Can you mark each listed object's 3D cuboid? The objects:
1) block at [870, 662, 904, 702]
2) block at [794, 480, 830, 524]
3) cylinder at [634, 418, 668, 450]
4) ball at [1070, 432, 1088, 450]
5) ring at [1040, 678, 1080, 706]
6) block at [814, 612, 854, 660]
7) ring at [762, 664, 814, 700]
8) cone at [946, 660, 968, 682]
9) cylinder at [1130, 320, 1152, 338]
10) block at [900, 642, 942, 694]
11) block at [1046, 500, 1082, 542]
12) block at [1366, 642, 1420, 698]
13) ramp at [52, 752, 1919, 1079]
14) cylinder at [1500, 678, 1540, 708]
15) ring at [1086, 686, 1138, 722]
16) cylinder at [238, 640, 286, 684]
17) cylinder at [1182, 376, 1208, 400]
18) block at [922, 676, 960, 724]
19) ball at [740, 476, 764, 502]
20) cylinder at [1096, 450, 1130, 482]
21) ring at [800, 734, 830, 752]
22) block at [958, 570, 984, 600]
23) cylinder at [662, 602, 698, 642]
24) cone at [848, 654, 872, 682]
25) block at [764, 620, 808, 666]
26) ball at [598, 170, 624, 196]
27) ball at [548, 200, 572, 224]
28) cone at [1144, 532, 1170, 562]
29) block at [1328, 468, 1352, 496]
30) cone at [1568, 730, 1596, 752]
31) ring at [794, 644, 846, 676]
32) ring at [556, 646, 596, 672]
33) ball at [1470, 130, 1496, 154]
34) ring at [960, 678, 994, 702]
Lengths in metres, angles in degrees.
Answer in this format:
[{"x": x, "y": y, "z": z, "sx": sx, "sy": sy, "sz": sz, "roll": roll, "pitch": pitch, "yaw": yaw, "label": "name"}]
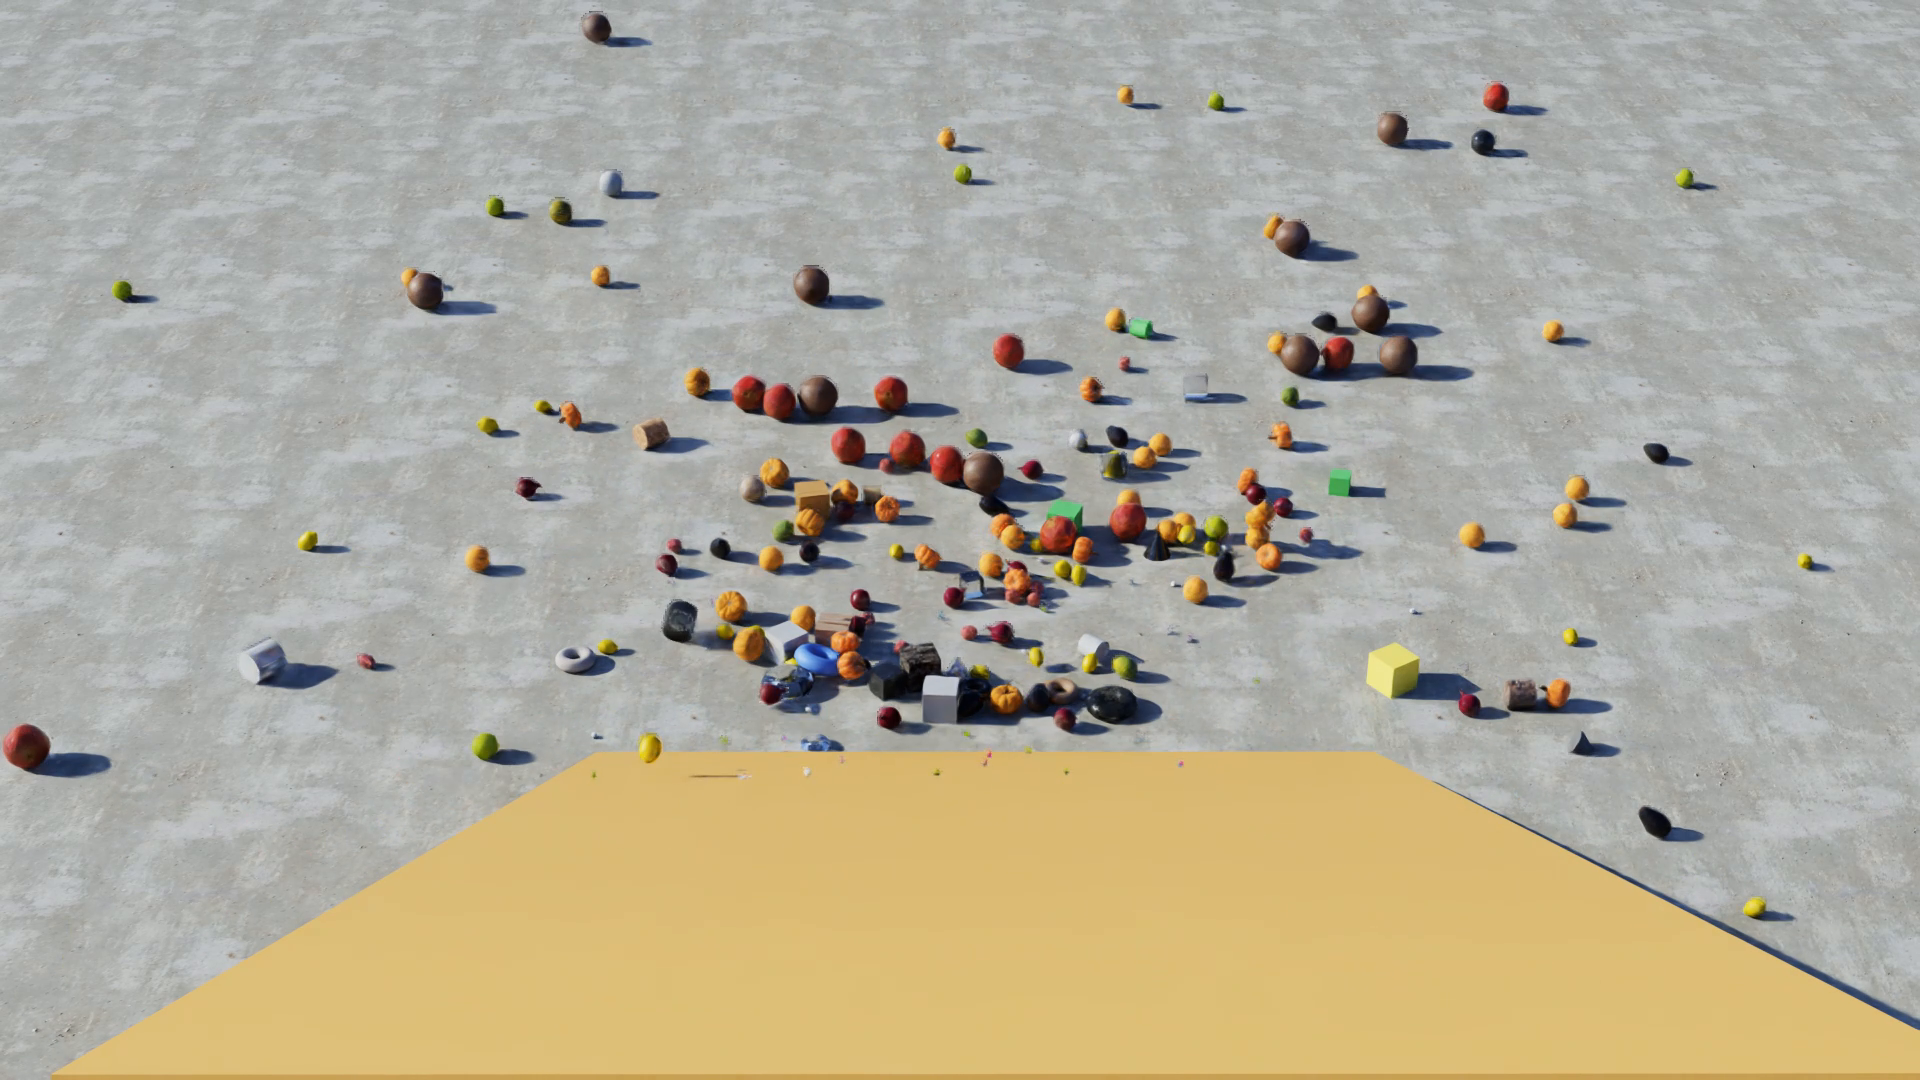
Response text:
[{"x": -0.199, "y": 0.385, "z": 7.035, "sx": 0.069, "sy": 0.069, "sz": 0.069, "roll": -19, "pitch": 35, "yaw": -30, "label": "block"}, {"x": -0.450, "y": -0.117, "z": 7.886, "sx": 0.092, "sy": 0.092, "sz": 0.092, "roll": -7, "pitch": 31, "yaw": -12, "label": "block"}, {"x": -0.990, "y": -0.341, "z": 8.288, "sx": 0.082, "sy": 0.082, "sz": 0.082, "roll": -22, "pitch": 37, "yaw": -34, "label": "cylinder"}, {"x": 0.380, "y": -0.317, "z": 8.269, "sx": 0.059, "sy": 0.059, "sz": 0.059, "roll": 0, "pitch": 30, "yaw": 0, "label": "ball"}, {"x": 0.272, "y": 0.412, "z": 7.022, "sx": 0.106, "sy": 0.035, "sz": 0.106, "roll": 1, "pitch": 32, "yaw": 0, "label": "ring"}, {"x": -0.350, "y": 0.268, "z": 7.217, "sx": 0.091, "sy": 0.091, "sz": 0.091, "roll": 4, "pitch": 30, "yaw": 8, "label": "block"}, {"x": -0.471, "y": 0.388, "z": 7.052, "sx": 0.143, "sy": 0.048, "sz": 0.143, "roll": -1, "pitch": 30, "yaw": 1, "label": "ring"}, {"x": 0.005, "y": 0.377, "z": 7.083, "sx": 0.078, "sy": 0.078, "sz": 0.078, "roll": 35, "pitch": 36, "yaw": 3, "label": "cone"}, {"x": 0.630, "y": -0.733, "z": 8.997, "sx": 0.057, "sy": 0.057, "sz": 0.057, "roll": 17, "pitch": 34, "yaw": 26, "label": "cylinder"}, {"x": -0.107, "y": 0.349, "z": 7.075, "sx": 0.092, "sy": 0.092, "sz": 0.092, "roll": -8, "pitch": 31, "yaw": -14, "label": "block"}, {"x": 0.315, "y": -0.056, "z": 7.787, "sx": 0.087, "sy": 0.087, "sz": 0.087, "roll": 10, "pitch": 31, "yaw": 17, "label": "block"}, {"x": 1.182, "y": 0.356, "z": 7.058, "sx": 0.097, "sy": 0.097, "sz": 0.097, "roll": -19, "pitch": 35, "yaw": -29, "label": "block"}, {"x": 0.067, "y": 0.596, "z": 4.652, "sx": 2.000, "sy": 0.100, "sz": 4.000, "roll": 0, "pitch": 0, "yaw": 0, "label": "ramp"}, {"x": 1.510, "y": 0.415, "z": 6.979, "sx": 0.073, "sy": 0.073, "sz": 0.073, "roll": 13, "pitch": 23, "yaw": -25, "label": "cylinder"}, {"x": 0.408, "y": 0.440, "z": 6.963, "sx": 0.139, "sy": 0.046, "sz": 0.139, "roll": -1, "pitch": 30, "yaw": 1, "label": "ring"}, {"x": -1.914, "y": 0.333, "z": 7.103, "sx": 0.090, "sy": 0.090, "sz": 0.090, "roll": 22, "pitch": 36, "yaw": 33, "label": "cylinder"}, {"x": 0.781, "y": -0.506, "z": 8.581, "sx": 0.076, "sy": 0.076, "sz": 0.076, "roll": -1, "pitch": 30, "yaw": -1, "label": "cylinder"}, {"x": -0.051, "y": 0.429, "z": 6.936, "sx": 0.092, "sy": 0.092, "sz": 0.092, "roll": 2, "pitch": 30, "yaw": 4, "label": "block"}, {"x": -0.641, "y": -0.156, "z": 7.970, "sx": 0.078, "sy": 0.078, "sz": 0.078, "roll": 0, "pitch": 30, "yaw": 0, "label": "ball"}, {"x": 0.481, "y": -0.233, "z": 8.105, "sx": 0.077, "sy": 0.077, "sz": 0.077, "roll": -29, "pitch": 35, "yaw": -3, "label": "cylinder"}, {"x": -0.381, "y": 0.537, "z": 6.814, "sx": 0.078, "sy": 0.026, "sz": 0.078, "roll": 1, "pitch": 29, "yaw": 0, "label": "ring"}, {"x": 0.032, "y": 0.130, "z": 7.493, "sx": 0.056, "sy": 0.056, "sz": 0.056, "roll": -11, "pitch": 32, "yaw": -18, "label": "block"}, {"x": -0.785, "y": 0.229, "z": 7.263, "sx": 0.083, "sy": 0.083, "sz": 0.083, "roll": 6, "pitch": 54, "yaw": 10, "label": "cylinder"}, {"x": -0.292, "y": 0.363, "z": 7.110, "sx": 0.072, "sy": 0.072, "sz": 0.072, "roll": 16, "pitch": 60, "yaw": 25, "label": "cone"}, {"x": -0.480, "y": 0.291, "z": 7.182, "sx": 0.086, "sy": 0.086, "sz": 0.086, "roll": -23, "pitch": 37, "yaw": -35, "label": "block"}, {"x": -1.364, "y": -1.393, "z": 10.108, "sx": 0.096, "sy": 0.096, "sz": 0.096, "roll": 0, "pitch": 30, "yaw": 0, "label": "ball"}, {"x": -1.524, "y": -1.252, "z": 9.868, "sx": 0.091, "sy": 0.091, "sz": 0.091, "roll": 0, "pitch": 30, "yaw": 0, "label": "ball"}, {"x": 0.586, "y": 0.008, "z": 7.679, "sx": 0.081, "sy": 0.081, "sz": 0.081, "roll": 0, "pitch": 30, "yaw": 0, "label": "cone"}, {"x": 1.178, "y": -0.178, "z": 8.025, "sx": 0.061, "sy": 0.061, "sz": 0.061, "roll": 7, "pitch": 31, "yaw": 12, "label": "block"}, {"x": 1.645, "y": 0.541, "z": 6.801, "sx": 0.067, "sy": 0.067, "sz": 0.067, "roll": 27, "pitch": 31, "yaw": -6, "label": "cone"}, {"x": -0.385, "y": 0.330, "z": 7.122, "sx": 0.145, "sy": 0.048, "sz": 0.145, "roll": 17, "pitch": 17, "yaw": -5, "label": "ring"}, {"x": -1.064, "y": 0.330, "z": 7.164, "sx": 0.112, "sy": 0.037, "sz": 0.112, "roll": 0, "pitch": 28, "yaw": 0, "label": "ring"}, {"x": 2.120, "y": -1.614, "z": 10.490, "sx": 0.099, "sy": 0.099, "sz": 0.099, "roll": 0, "pitch": 30, "yaw": 0, "label": "ball"}, {"x": 0.042, "y": 0.408, "z": 7.033, "sx": 0.098, "sy": 0.033, "sz": 0.098, "roll": -1, "pitch": 30, "yaw": 1, "label": "ring"}]
